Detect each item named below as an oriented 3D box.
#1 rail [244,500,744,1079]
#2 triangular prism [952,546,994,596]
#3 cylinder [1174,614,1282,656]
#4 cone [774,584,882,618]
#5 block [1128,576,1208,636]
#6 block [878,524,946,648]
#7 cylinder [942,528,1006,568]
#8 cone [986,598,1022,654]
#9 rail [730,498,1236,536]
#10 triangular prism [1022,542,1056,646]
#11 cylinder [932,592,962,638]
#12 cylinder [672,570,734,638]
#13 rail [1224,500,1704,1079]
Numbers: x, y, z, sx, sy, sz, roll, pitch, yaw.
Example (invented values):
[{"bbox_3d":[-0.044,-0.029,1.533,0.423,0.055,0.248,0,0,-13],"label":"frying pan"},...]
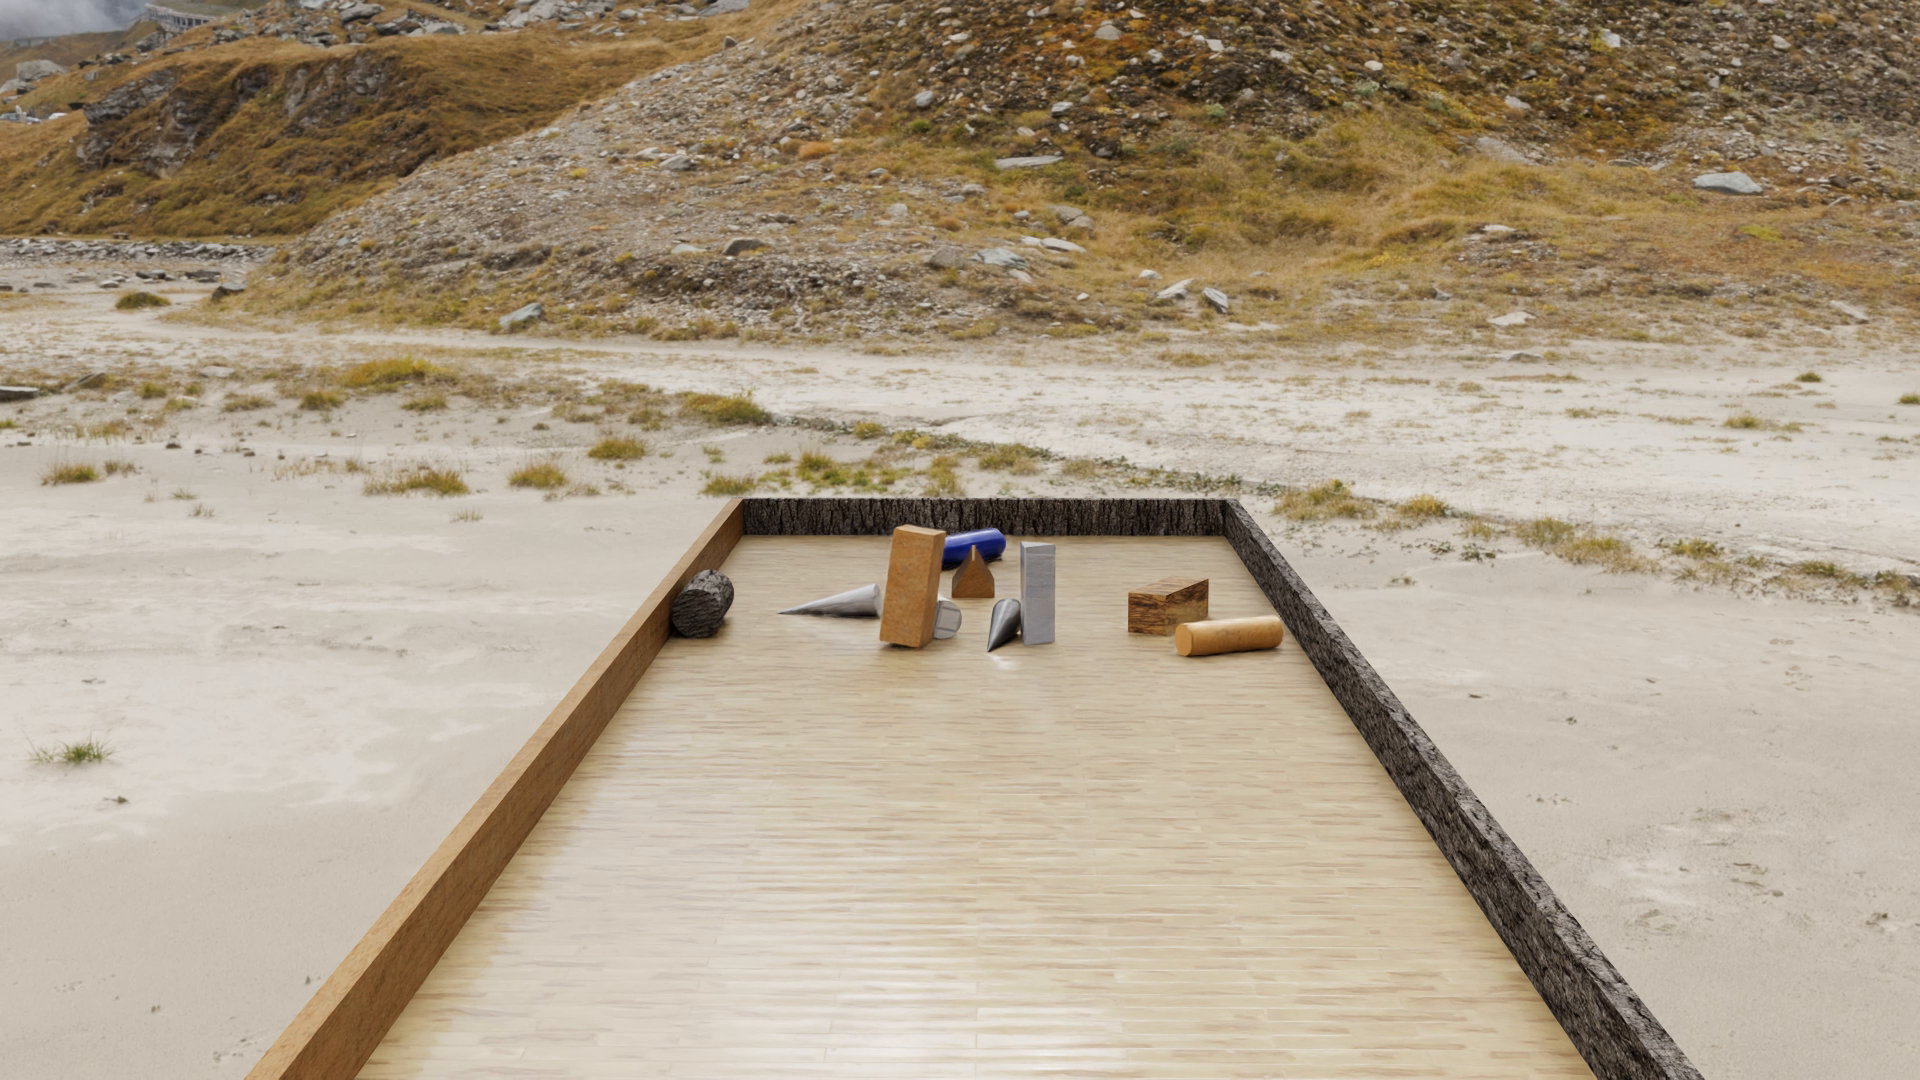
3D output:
[{"bbox_3d":[-1.004,0.839,3.234,0.050,0.150,12.000,0,9,1],"label":"rail"},{"bbox_3d":[0.048,0.108,7.888,0.150,0.130,0.345,0,9,1],"label":"triangular prism"},{"bbox_3d":[0.835,0.295,6.821,0.329,0.102,0.102,-4,10,-25],"label":"cylinder"},{"bbox_3d":[-0.454,0.226,7.407,0.367,0.114,0.114,-7,8,11],"label":"cone"},{"bbox_3d":[0.689,0.213,7.246,0.131,0.131,0.361,5,10,28],"label":"block"},{"bbox_3d":[-0.148,0.144,6.898,0.132,0.356,0.132,10,8,15],"label":"block"},{"bbox_3d":[0.008,0.034,8.426,0.114,0.114,0.380,8,12,41],"label":"cylinder"},{"bbox_3d":[0.122,0.297,6.947,0.120,0.120,0.328,2,20,14],"label":"cone"},{"bbox_3d":[0.099,-0.098,9.147,2.100,0.150,0.050,0,9,1],"label":"rail"},{"bbox_3d":[0.224,0.166,6.962,0.118,0.312,0.102,-6,10,-33],"label":"triangular prism"},{"bbox_3d":[-0.092,0.230,7.159,0.125,0.125,0.314,-2,9,-14],"label":"cylinder"},{"bbox_3d":[-0.839,0.207,7.196,0.160,0.160,0.362,0,9,1],"label":"cylinder"},{"bbox_3d":[1.046,0.843,3.208,0.050,0.150,12.000,0,9,1],"label":"rail"}]
